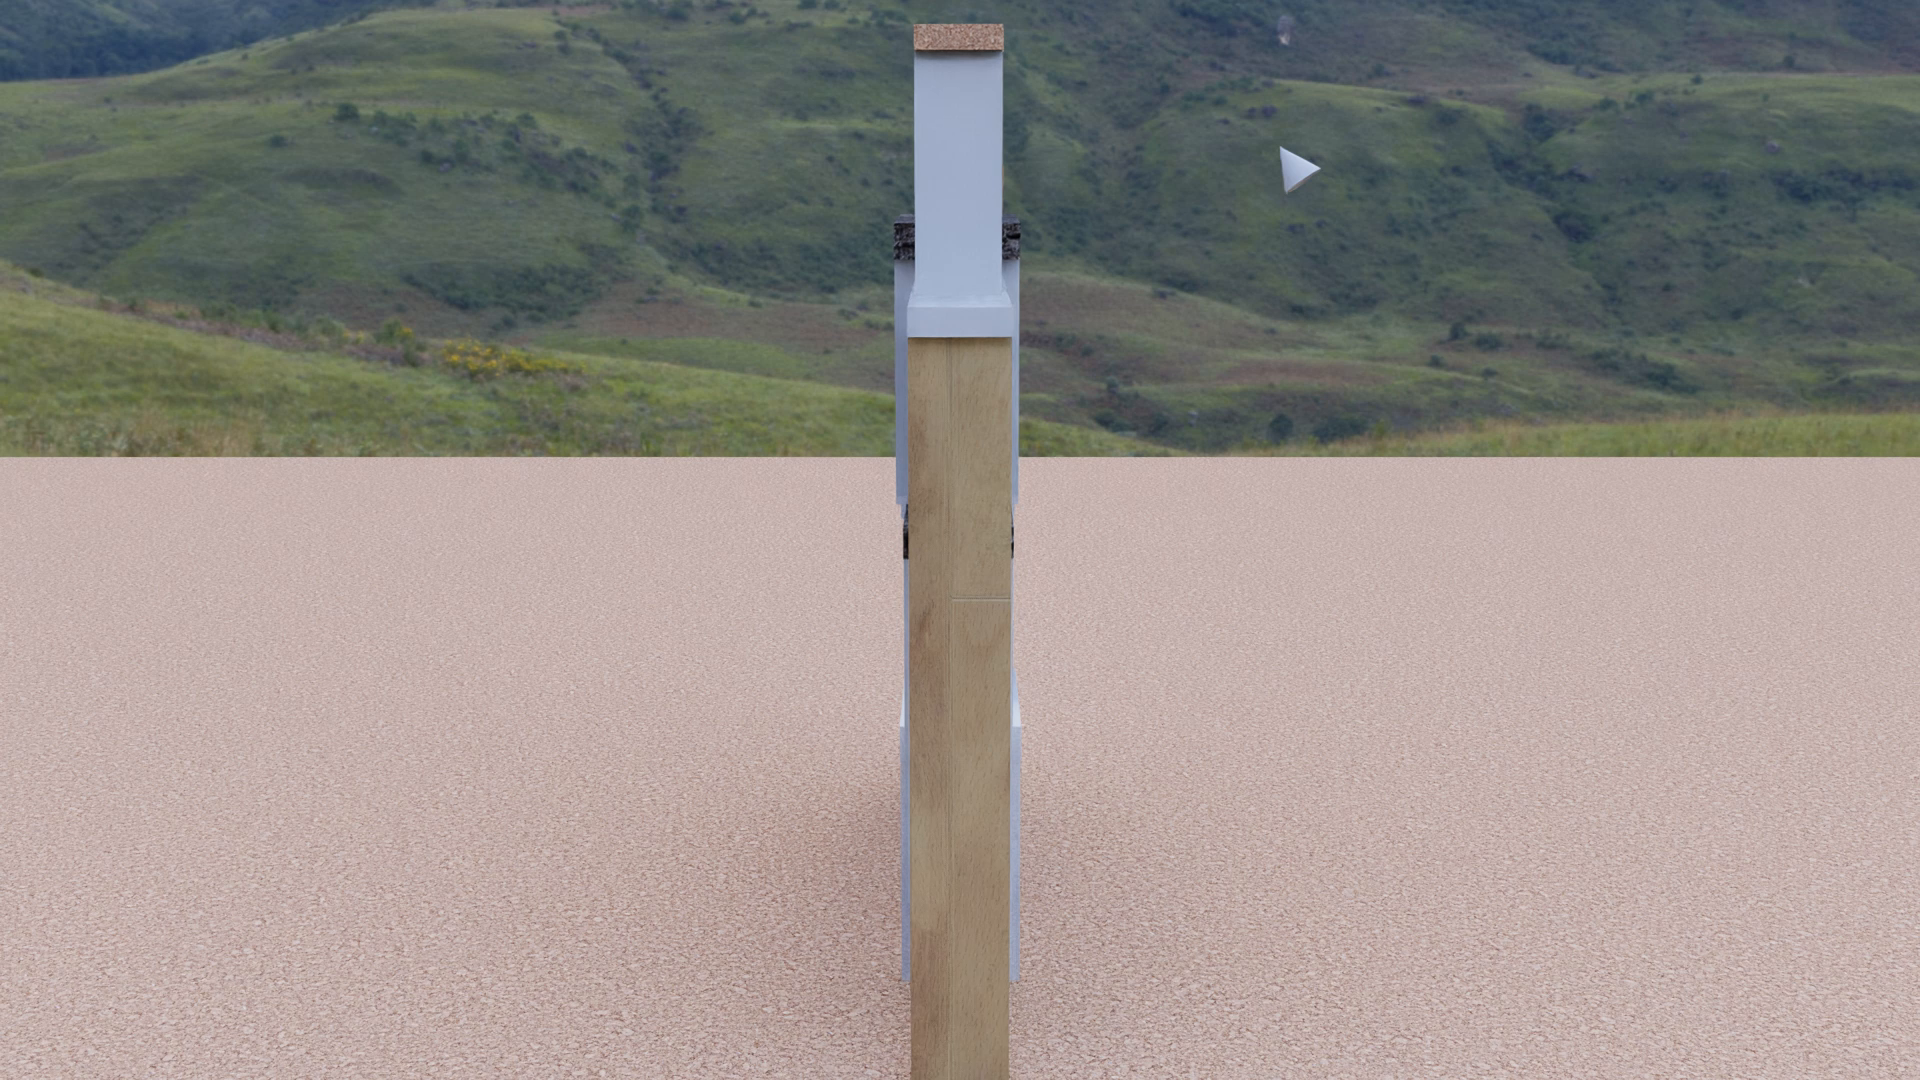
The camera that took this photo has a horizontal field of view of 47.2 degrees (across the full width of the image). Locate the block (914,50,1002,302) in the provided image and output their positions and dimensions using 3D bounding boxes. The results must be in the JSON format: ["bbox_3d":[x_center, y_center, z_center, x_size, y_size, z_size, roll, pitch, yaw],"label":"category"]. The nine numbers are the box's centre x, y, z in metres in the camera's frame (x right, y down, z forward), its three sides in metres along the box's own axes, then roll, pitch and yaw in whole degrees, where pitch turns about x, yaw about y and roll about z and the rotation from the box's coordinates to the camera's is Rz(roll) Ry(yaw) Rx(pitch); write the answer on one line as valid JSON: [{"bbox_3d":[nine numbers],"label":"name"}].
[{"bbox_3d":[-0.002,-0.465,2.814,0.111,0.315,0.031,0,11,0],"label":"block"}]

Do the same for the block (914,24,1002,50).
[{"bbox_3d":[-0.003,-0.648,2.854,0.111,0.031,0.222,0,10,0],"label":"block"}]

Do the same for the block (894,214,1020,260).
[{"bbox_3d":[-0.004,-0.436,3.148,0.171,0.049,0.343,0,11,0],"label":"block"}]

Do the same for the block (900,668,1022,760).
[{"bbox_3d":[0.001,0.262,3.363,0.176,0.050,0.353,0,11,0],"label":"block"}]

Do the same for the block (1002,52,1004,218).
[{"bbox_3d":[0.004,-0.584,3.177,0.116,0.232,0.033,0,11,0],"label":"block"}]

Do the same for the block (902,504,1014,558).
[{"bbox_3d":[-0.002,-0.022,3.043,0.146,0.041,0.293,0,10,0],"label":"block"}]

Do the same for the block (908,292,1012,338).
[{"bbox_3d":[-0.001,-0.295,2.861,0.131,0.037,0.262,0,11,0],"label":"block"}]

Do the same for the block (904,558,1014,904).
[{"bbox_3d":[-0.002,0.256,2.996,0.146,0.488,0.041,0,11,0],"label":"block"}]

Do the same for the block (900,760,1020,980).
[{"bbox_3d":[0.001,0.482,3.285,0.176,0.353,0.050,0,11,0],"label":"block"}]

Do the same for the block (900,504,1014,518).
[{"bbox_3d":[-0.003,-0.235,3.302,0.171,0.404,0.049,0,11,0],"label":"block"}]

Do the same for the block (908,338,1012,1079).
[{"bbox_3d":[0.000,0.230,2.870,0.131,0.999,0.037,0,11,0],"label":"block"}]

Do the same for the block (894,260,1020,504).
[{"bbox_3d":[-0.004,-0.223,3.071,0.171,0.343,0.049,0,10,0],"label":"block"}]

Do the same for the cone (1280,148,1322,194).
[{"bbox_3d":[0.949,-1.078,6.303,0.123,0.123,0.123,-34,-3,-2],"label":"cone"}]

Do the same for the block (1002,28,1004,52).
[{"bbox_3d":[0.004,-0.729,3.228,0.116,0.033,0.232,0,11,0],"label":"block"}]
